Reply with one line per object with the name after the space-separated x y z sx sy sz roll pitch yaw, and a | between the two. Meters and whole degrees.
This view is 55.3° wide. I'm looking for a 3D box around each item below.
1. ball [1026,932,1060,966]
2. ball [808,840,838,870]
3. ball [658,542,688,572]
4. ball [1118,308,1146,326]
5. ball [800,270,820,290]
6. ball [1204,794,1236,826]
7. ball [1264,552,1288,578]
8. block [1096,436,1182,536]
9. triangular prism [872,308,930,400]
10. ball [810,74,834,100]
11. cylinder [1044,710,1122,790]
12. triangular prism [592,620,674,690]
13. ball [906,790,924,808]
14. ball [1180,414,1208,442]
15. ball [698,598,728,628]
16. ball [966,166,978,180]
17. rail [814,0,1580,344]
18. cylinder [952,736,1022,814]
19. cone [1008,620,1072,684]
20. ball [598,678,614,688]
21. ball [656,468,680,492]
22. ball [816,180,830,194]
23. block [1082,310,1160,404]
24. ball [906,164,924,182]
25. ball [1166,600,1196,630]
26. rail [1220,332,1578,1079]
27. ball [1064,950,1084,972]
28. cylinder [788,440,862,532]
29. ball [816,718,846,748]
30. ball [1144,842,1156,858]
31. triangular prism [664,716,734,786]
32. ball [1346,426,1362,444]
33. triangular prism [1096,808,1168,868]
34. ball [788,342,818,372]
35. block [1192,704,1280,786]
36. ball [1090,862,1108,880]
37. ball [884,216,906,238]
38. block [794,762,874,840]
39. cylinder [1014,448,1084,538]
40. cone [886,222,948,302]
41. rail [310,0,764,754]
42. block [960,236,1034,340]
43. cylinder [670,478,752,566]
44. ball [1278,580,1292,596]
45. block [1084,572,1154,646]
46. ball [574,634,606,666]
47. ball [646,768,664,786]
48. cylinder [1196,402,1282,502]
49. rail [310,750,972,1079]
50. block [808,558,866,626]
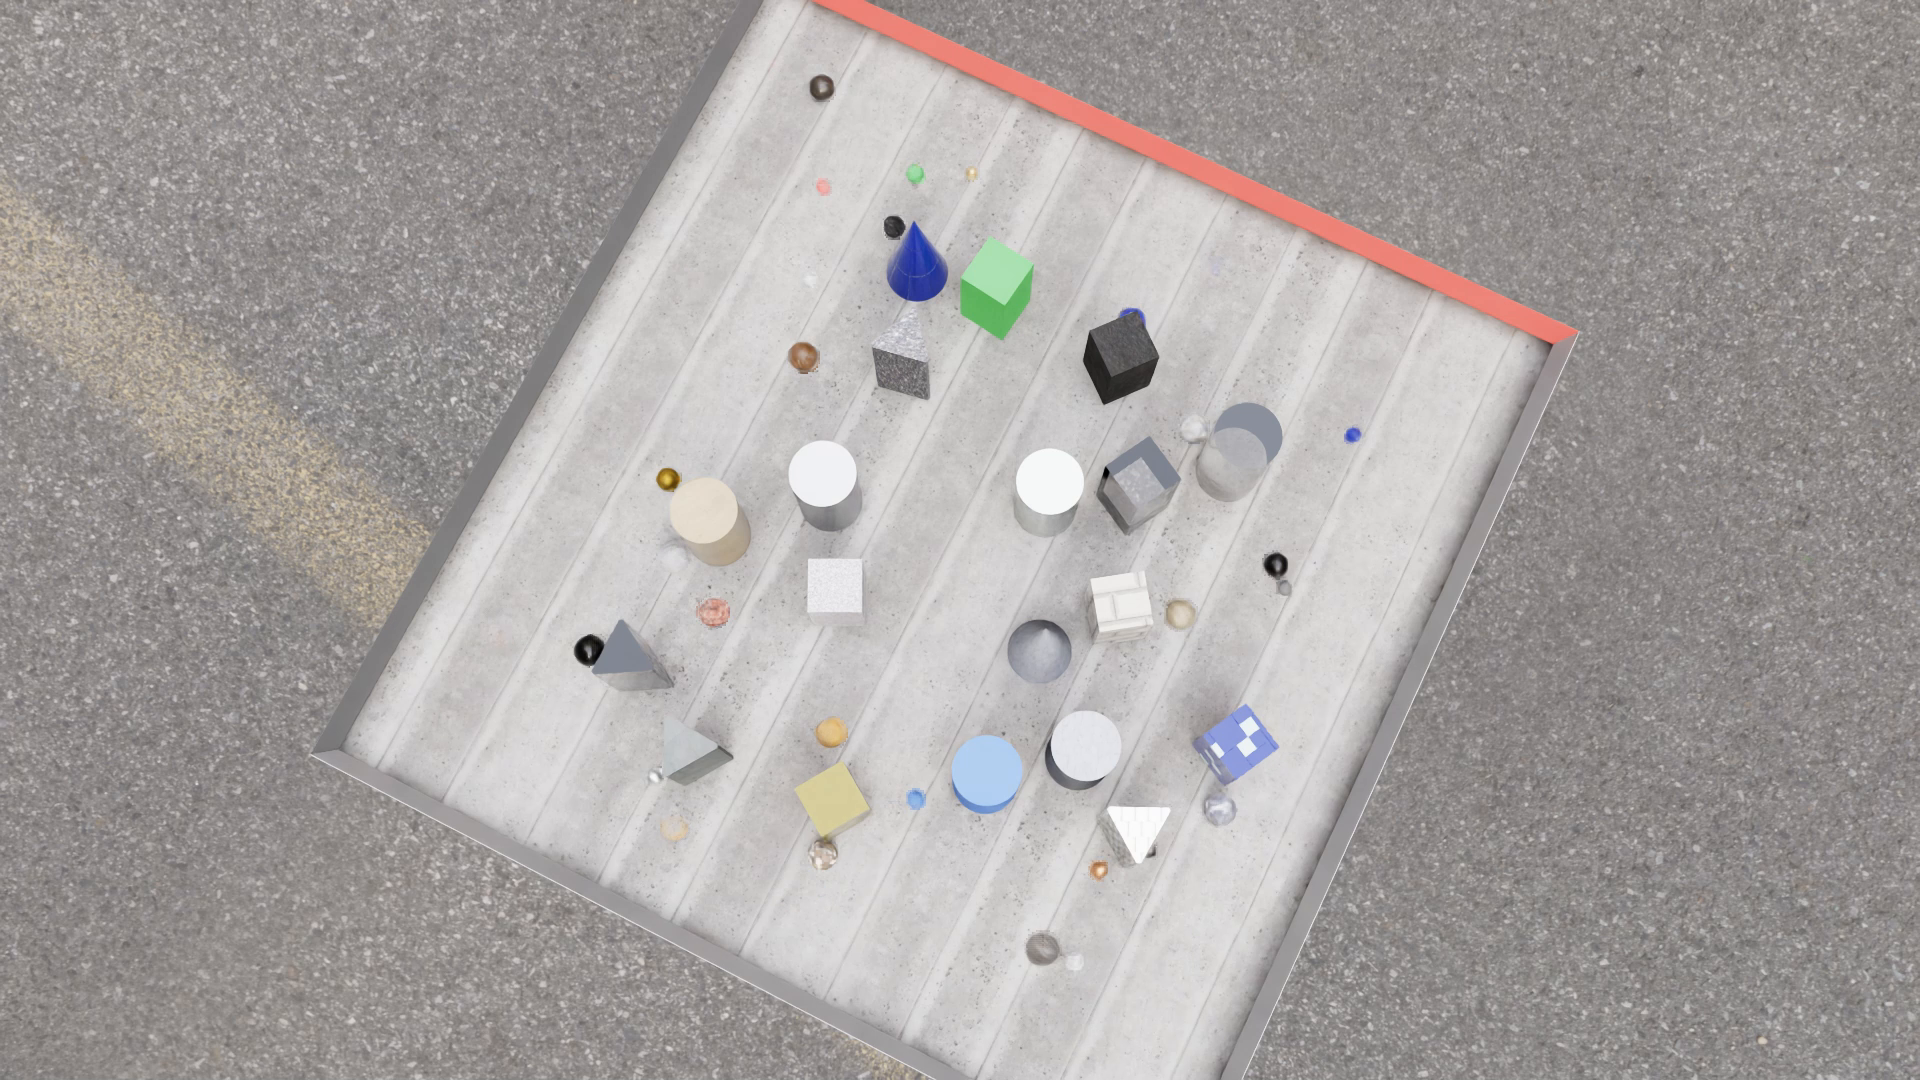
0.239 1.189 5.320 0.098 0.098 0.098 0 78 0 | ball
-0.404 0.924 5.376 0.088 0.088 0.088 0 78 0 | ball
-0.872 0.052 5.558 0.092 0.092 0.092 0 78 0 | ball
0.535 -0.680 5.706 0.090 0.090 0.090 0 78 0 | ball
-0.469 -0.814 5.753 0.063 0.063 0.063 0 78 0 | ball
0.768 0.796 5.403 0.096 0.096 0.096 0 78 0 | ball
0.960 0.076 5.563 0.075 0.075 0.075 0 78 0 | ball
0.528 -0.156 5.455 0.157 0.380 0.157 -34 80 -7 | block
-0.155 -0.570 5.530 0.170 0.400 0.147 17 79 3 | triangular prism
-0.442 -1.451 5.875 0.082 0.082 0.082 0 78 0 | ball
0.352 0.612 5.292 0.196 0.388 0.196 0 78 0 | cylinder
-0.950 0.335 5.343 0.170 0.401 0.147 -4 78 -1 | triangular prism
-0.133 0.769 5.432 0.050 0.050 0.050 0 78 0 | ball
0.721 -0.344 5.645 0.084 0.084 0.084 0 78 0 | ball
-0.745 0.219 5.526 0.088 0.088 0.088 0 78 0 | ball
0.037 -1.170 5.838 0.040 0.040 0.040 0 78 0 | ball
0.628 -1.224 5.804 2.822 0.127 0.045 26 80 5 | rail
0.075 0.679 5.276 0.196 0.392 0.196 0 78 0 | cylinder
0.240 0.292 5.328 0.196 0.448 0.196 0 78 0 | cone
-1.053 0.415 5.500 0.061 0.061 0.061 0 78 0 | ball
-0.895 -0.186 5.618 0.073 0.073 0.073 0 78 0 | ball
-0.434 -1.121 5.825 0.045 0.045 0.045 0 78 0 | ball
0.487 -0.551 5.576 0.157 0.303 0.157 -23 79 -5 | block
-0.141 -1.165 5.829 0.057 0.057 0.057 0 78 0 | ball
0.665 0.225 5.522 0.093 0.093 0.093 0 78 0 | ball
1.241 0.614 5.423 0.045 0.127 2.858 26 80 5 | rail
0.334 1.225 5.333 0.058 0.058 0.058 0 78 0 | ball
-0.397 -0.157 5.469 0.196 0.352 0.196 0 78 0 | cylinder
-0.386 0.575 5.453 0.087 0.087 0.087 0 78 0 | ball
0.553 0.912 5.398 0.051 0.051 0.051 0 78 0 | ball
-0.787 0.592 5.306 0.170 0.369 0.147 -29 80 -6 | triangular prism
1.215 -0.324 5.658 0.050 0.050 0.050 0 78 0 | ball
0.466 0.815 5.218 0.147 0.451 0.170 31 80 6 | triangular prism
-0.488 -0.570 5.687 0.093 0.093 0.093 0 78 0 | ball
0.803 0.601 5.357 0.157 0.264 0.157 -35 81 -7 | block
0.409 0.972 5.388 0.053 0.053 0.053 0 78 0 | ball
-0.208 -0.989 5.786 0.070 0.070 0.070 0 78 0 | ball
-0.362 0.759 5.317 0.157 0.279 0.157 -30 80 -6 | block
0.261 -0.137 5.478 0.196 0.327 0.196 0 78 0 | cylinder
-0.135 -0.891 5.576 0.196 0.441 0.196 0 78 0 | cone
-1.241 -0.601 5.675 0.045 0.127 2.858 26 80 5 | rail
0.111 -0.766 5.604 0.157 0.335 0.157 33 80 6 | block
-0.738 -0.050 5.449 0.196 0.349 0.196 0 78 0 | cylinder
0.987 0.146 5.563 0.046 0.046 0.046 0 78 0 | ball
0.468 0.205 5.431 0.157 0.280 0.157 -9 78 -2 | block
-1.109 0.332 5.499 0.096 0.096 0.096 0 78 0 | ball
-0.905 0.705 5.442 0.057 0.057 0.057 0 78 0 | ball
0.825 -0.256 5.451 0.196 0.427 0.196 0 78 0 | cylinder
-0.628 1.238 5.294 2.822 0.127 0.045 26 80 5 | rail
-0.363 0.158 5.450 0.157 0.262 0.157 0 78 0 | block
